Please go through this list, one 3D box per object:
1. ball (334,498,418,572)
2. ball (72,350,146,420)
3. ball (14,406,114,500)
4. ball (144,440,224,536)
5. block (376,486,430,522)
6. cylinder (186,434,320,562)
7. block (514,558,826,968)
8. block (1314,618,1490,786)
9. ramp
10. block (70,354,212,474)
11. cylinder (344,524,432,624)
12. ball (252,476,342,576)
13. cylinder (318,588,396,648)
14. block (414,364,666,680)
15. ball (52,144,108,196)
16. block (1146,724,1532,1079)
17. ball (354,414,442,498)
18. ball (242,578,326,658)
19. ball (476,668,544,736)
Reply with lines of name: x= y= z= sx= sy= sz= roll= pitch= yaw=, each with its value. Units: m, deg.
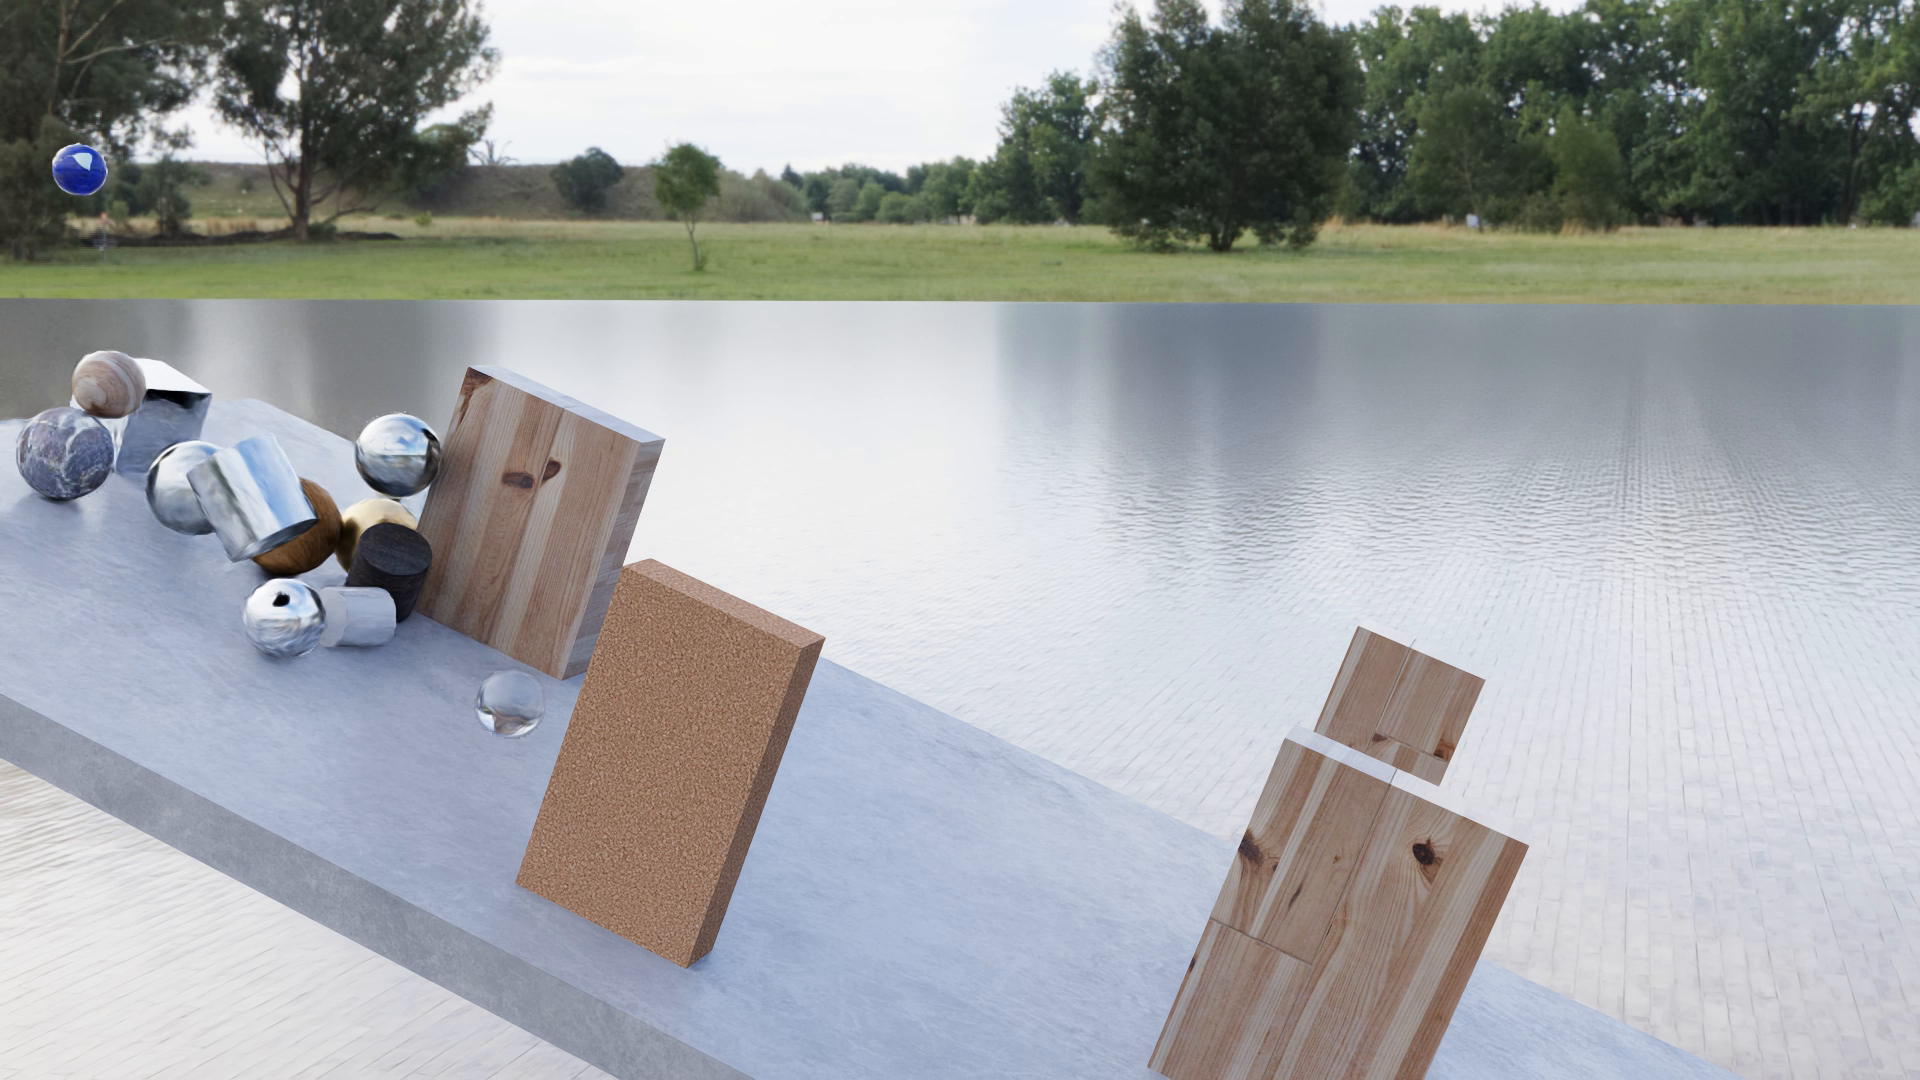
ball: x=-1.206 y=0.002 z=4.553 sx=0.179 sy=0.179 sz=0.179 roll=0 pitch=7 yaw=0
ball: x=-1.721 y=-0.314 z=4.447 sx=0.141 sy=0.141 sz=0.141 roll=0 pitch=7 yaw=0
ball: x=-1.786 y=-0.173 z=4.389 sx=0.185 sy=0.185 sz=0.185 roll=0 pitch=7 yaw=0
ball: x=-1.530 y=-0.103 z=4.401 sx=0.191 sy=0.191 sz=0.191 roll=0 pitch=7 yaw=0
block: x=-1.176 y=-0.073 z=4.812 sx=0.143 sy=0.143 sz=0.143 roll=-16 pitch=-30 yaw=28
cylinder: x=-1.237 y=-0.074 z=3.850 sx=0.167 sy=0.167 sz=0.167 roll=-28 pitch=-1 yaw=0
block: x=-0.457 y=0.347 z=3.443 sx=0.314 sy=0.552 sz=0.102 roll=24 pitch=13 yaw=13
block: x=0.866 y=0.512 z=4.678 sx=0.282 sy=0.625 sz=0.119 roll=24 pitch=13 yaw=13
ramp: x=-0.320 y=0.576 z=4.203 sx=4.000 sy=0.100 sz=2.000 roll=24 pitch=13 yaw=13
block: x=-1.787 y=-0.271 z=4.777 sx=0.194 sy=0.194 sz=0.194 roll=28 pitch=14 yaw=30
cylinder: x=-1.140 y=0.068 z=4.376 sx=0.144 sy=0.144 sz=0.144 roll=18 pitch=39 yaw=-15
ball: x=-1.351 y=-0.029 z=4.434 sx=0.200 sy=0.200 sz=0.200 roll=0 pitch=7 yaw=0
cylinder: x=-1.156 y=0.147 z=4.190 sx=0.114 sy=0.114 sz=0.114 roll=5 pitch=2 yaw=38
block: x=-0.880 y=-0.039 z=4.480 sx=0.406 sy=0.520 sz=0.113 roll=24 pitch=13 yaw=13
ball: x=-1.933 y=-0.813 z=4.828 sx=0.113 sy=0.113 sz=0.113 roll=0 pitch=7 yaw=0
block: x=0.620 y=0.674 z=3.620 sx=0.415 sy=0.616 sz=0.115 roll=24 pitch=13 yaw=13
ball: x=-1.119 y=-0.168 z=4.381 sx=0.169 sy=0.169 sz=0.169 roll=0 pitch=7 yaw=0
ball: x=-1.234 y=0.142 z=4.016 sx=0.147 sy=0.147 sz=0.147 roll=0 pitch=7 yaw=0
ball: x=-0.827 y=0.299 z=4.048 sx=0.125 sy=0.125 sz=0.125 roll=0 pitch=7 yaw=0
